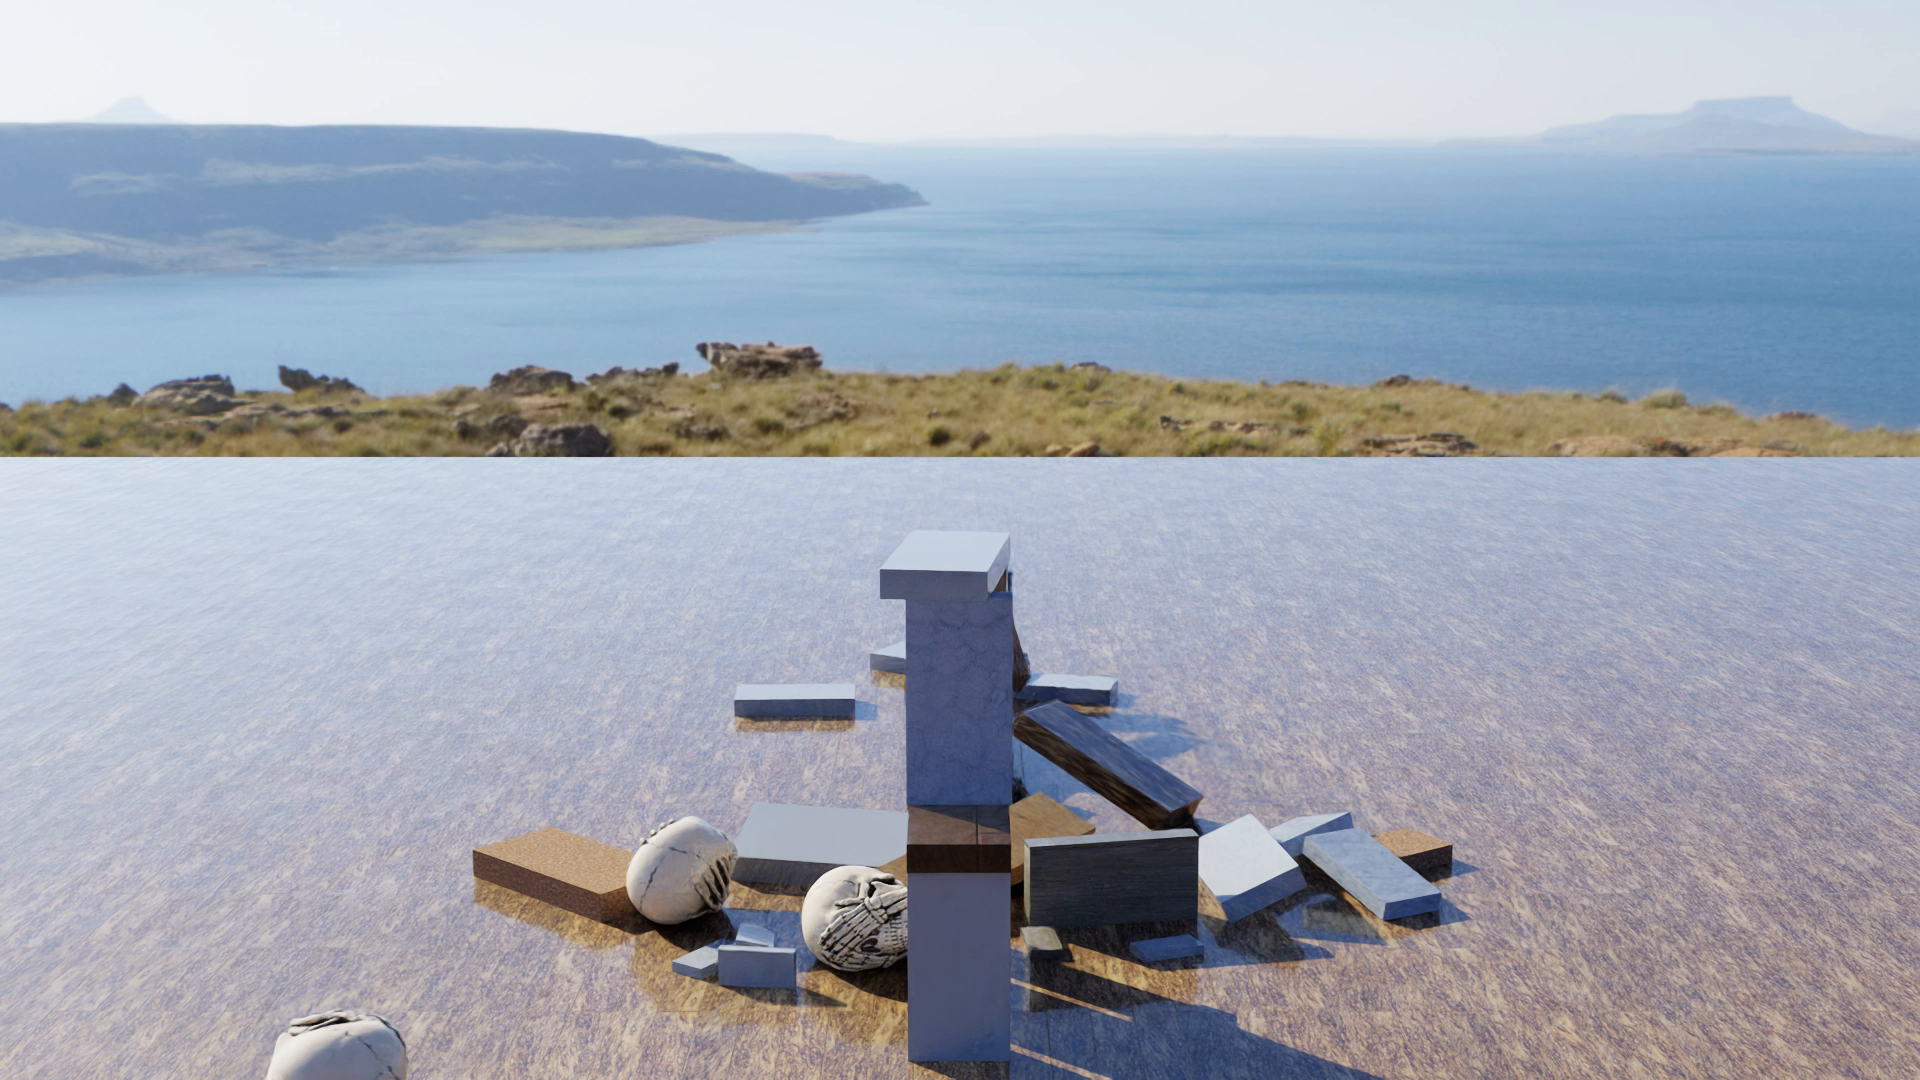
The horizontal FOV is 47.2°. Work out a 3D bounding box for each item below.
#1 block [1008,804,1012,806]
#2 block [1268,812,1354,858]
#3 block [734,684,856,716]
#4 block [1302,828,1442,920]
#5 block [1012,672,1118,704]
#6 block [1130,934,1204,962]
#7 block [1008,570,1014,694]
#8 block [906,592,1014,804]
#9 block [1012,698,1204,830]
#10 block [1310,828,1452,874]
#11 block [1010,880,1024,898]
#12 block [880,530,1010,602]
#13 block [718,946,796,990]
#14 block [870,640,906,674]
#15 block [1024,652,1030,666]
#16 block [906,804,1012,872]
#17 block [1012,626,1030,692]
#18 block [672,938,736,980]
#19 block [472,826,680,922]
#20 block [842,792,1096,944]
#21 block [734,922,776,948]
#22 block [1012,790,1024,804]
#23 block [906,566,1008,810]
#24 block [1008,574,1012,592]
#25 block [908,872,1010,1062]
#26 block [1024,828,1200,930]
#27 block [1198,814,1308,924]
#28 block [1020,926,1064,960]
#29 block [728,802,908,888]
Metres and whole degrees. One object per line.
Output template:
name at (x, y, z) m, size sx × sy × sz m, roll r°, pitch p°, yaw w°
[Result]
block at (0.027, 0.469, 3.761) m, size 0.115 × 0.016 × 0.058 m, roll -22°, pitch 33°, yaw -27°
block at (0.581, 0.523, 3.853) m, size 0.114 × 0.032 × 0.228 m, roll -13°, pitch -1°, yaw 41°
block at (-0.362, 0.352, 4.848) m, size 0.262 × 0.037 × 0.131 m, roll 0°, pitch 11°, yaw -2°
block at (0.683, 0.553, 3.655) m, size 0.114 × 0.032 × 0.228 m, roll -5°, pitch 24°, yaw -26°
block at (0.235, 0.334, 4.961) m, size 0.228 × 0.032 × 0.114 m, roll 3°, pitch 11°, yaw 14°
block at (0.320, 0.632, 3.404) m, size 0.103 × 0.015 × 0.051 m, roll -4°, pitch 11°, yaw -20°
block at (0.032, 0.220, 4.915) m, size 0.172 × 0.049 × 0.344 m, roll -2°, pitch 51°, yaw 5°
block at (-0.001, 0.222, 3.087) m, size 0.149 × 0.298 × 0.042 m, roll 0°, pitch 11°, yaw 0°
block at (0.270, 0.414, 4.058) m, size 0.338 × 0.048 × 0.169 m, roll 33°, pitch 18°, yaw 21°
block at (0.730, 0.548, 3.809) m, size 0.228 × 0.032 × 0.114 m, roll -7°, pitch 13°, yaw -33°
block at (0.203, 0.557, 3.739) m, size 0.279 × 0.040 × 0.139 m, roll -2°, pitch 11°, yaw -10°
block at (-0.017, 0.035, 3.163) m, size 0.149 × 0.042 × 0.298 m, roll 1°, pitch 11°, yaw 7°
block at (-0.301, 0.635, 3.268) m, size 0.115 × 0.058 × 0.016 m, roll 1°, pitch 12°, yaw 7°
block at (-0.088, 0.272, 5.281) m, size 0.131 × 0.037 × 0.262 m, roll 7°, pitch 12°, yaw 32°
block at (0.073, 0.307, 5.001) m, size 0.114 × 0.032 × 0.228 m, roll -13°, pitch 8°, yaw 19°
block at (-0.001, 0.399, 3.064) m, size 0.139 × 0.040 × 0.279 m, roll 0°, pitch 11°, yaw 0°
block at (0.024, 0.161, 4.731) m, size 0.172 × 0.049 × 0.403 m, roll 14°, pitch 33°, yaw -22°
block at (-0.379, 0.639, 3.359) m, size 0.058 × 0.016 × 0.115 m, roll 7°, pitch 13°, yaw 34°
block at (-0.647, 0.560, 3.702) m, size 0.338 × 0.048 × 0.169 m, roll 9°, pitch 14°, yaw 41°
block at (0.021, 0.533, 3.623) m, size 0.453 × 0.037 × 0.131 m, roll -19°, pitch 37°, yaw -41°
block at (-0.316, 0.618, 3.403) m, size 0.058 × 0.016 × 0.115 m, roll 11°, pitch 3°, yaw -2°
block at (0.077, 0.452, 3.845) m, size 0.115 × 0.016 × 0.058 m, roll 33°, pitch 27°, yaw 14°
block at (-0.004, 0.221, 3.295) m, size 0.149 × 0.372 × 0.042 m, roll 1°, pitch 10°, yaw 4°
block at (0.023, 0.226, 4.849) m, size 0.172 × 0.049 × 0.344 m, roll -1°, pitch 52°, yaw 6°
block at (-0.001, 0.572, 3.001) m, size 0.139 × 0.279 × 0.040 m, roll 0°, pitch 11°, yaw 0°
block at (0.243, 0.545, 3.532) m, size 0.279 × 0.140 × 0.040 m, roll -2°, pitch 11°, yaw -12°
block at (0.468, 0.544, 3.663) m, size 0.140 × 0.040 × 0.279 m, roll -25°, pitch 13°, yaw -3°
block at (0.127, 0.627, 3.428) m, size 0.051 × 0.015 × 0.103 m, roll -1°, pitch 11°, yaw -7°
block at (-0.169, 0.527, 3.757) m, size 0.419 × 0.048 × 0.169 m, roll 2°, pitch 26°, yaw 12°
